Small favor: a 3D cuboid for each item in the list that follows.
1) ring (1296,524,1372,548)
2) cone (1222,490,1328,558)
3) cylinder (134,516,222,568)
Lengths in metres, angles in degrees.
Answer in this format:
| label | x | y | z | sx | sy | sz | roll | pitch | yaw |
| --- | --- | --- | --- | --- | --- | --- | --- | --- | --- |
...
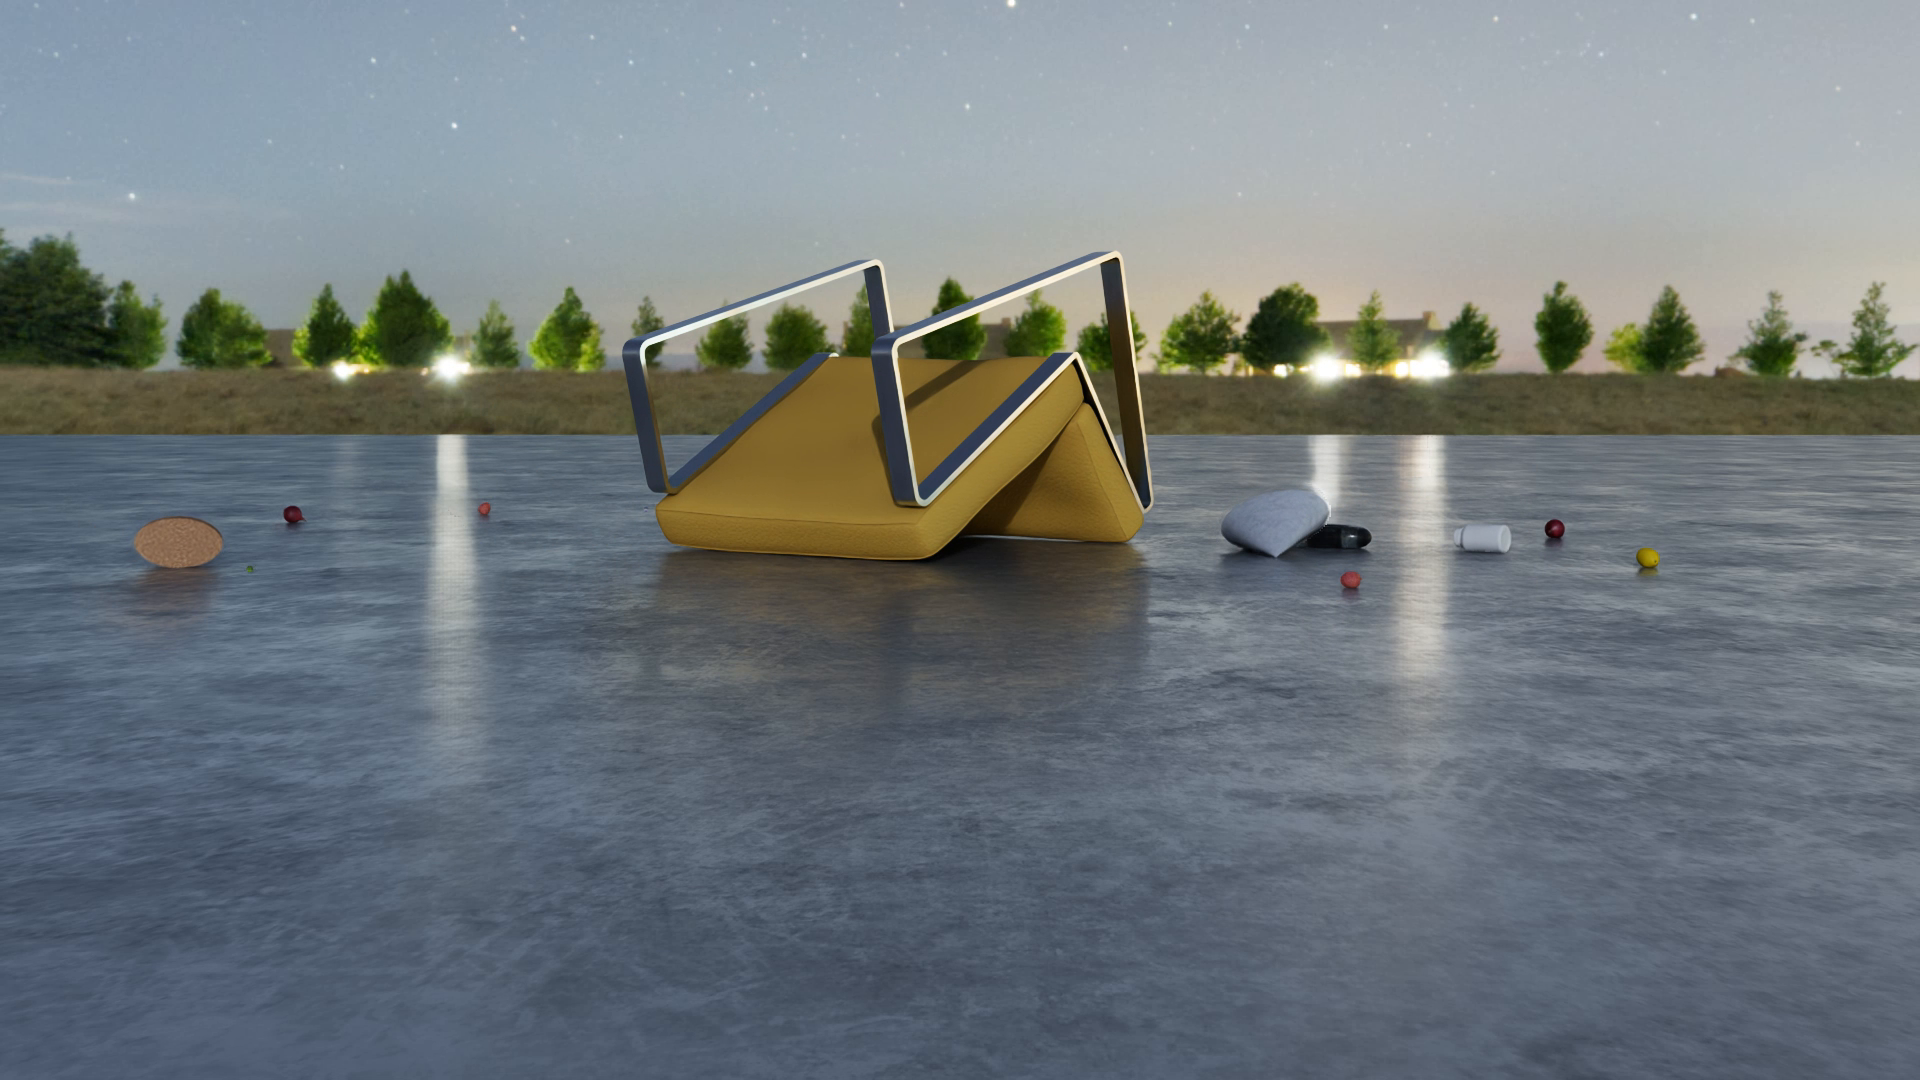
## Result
| label | x | y | z | sx | sy | sz | roll | pitch | yaw |
| --- | --- | --- | --- | --- | --- | --- | --- | --- | --- |
| ring | 1.045 | -0.011 | 6.265 | 0.270 | 0.062 | 0.144 | 2 | 6 | 34 |
| cone | 0.859 | -0.004 | 5.988 | 0.303 | 0.166 | 0.285 | -13 | 19 | 12 |
| cylinder | -1.979 | 0.005 | 5.573 | 0.209 | 0.124 | 0.099 | 2 | 3 | -18 |
